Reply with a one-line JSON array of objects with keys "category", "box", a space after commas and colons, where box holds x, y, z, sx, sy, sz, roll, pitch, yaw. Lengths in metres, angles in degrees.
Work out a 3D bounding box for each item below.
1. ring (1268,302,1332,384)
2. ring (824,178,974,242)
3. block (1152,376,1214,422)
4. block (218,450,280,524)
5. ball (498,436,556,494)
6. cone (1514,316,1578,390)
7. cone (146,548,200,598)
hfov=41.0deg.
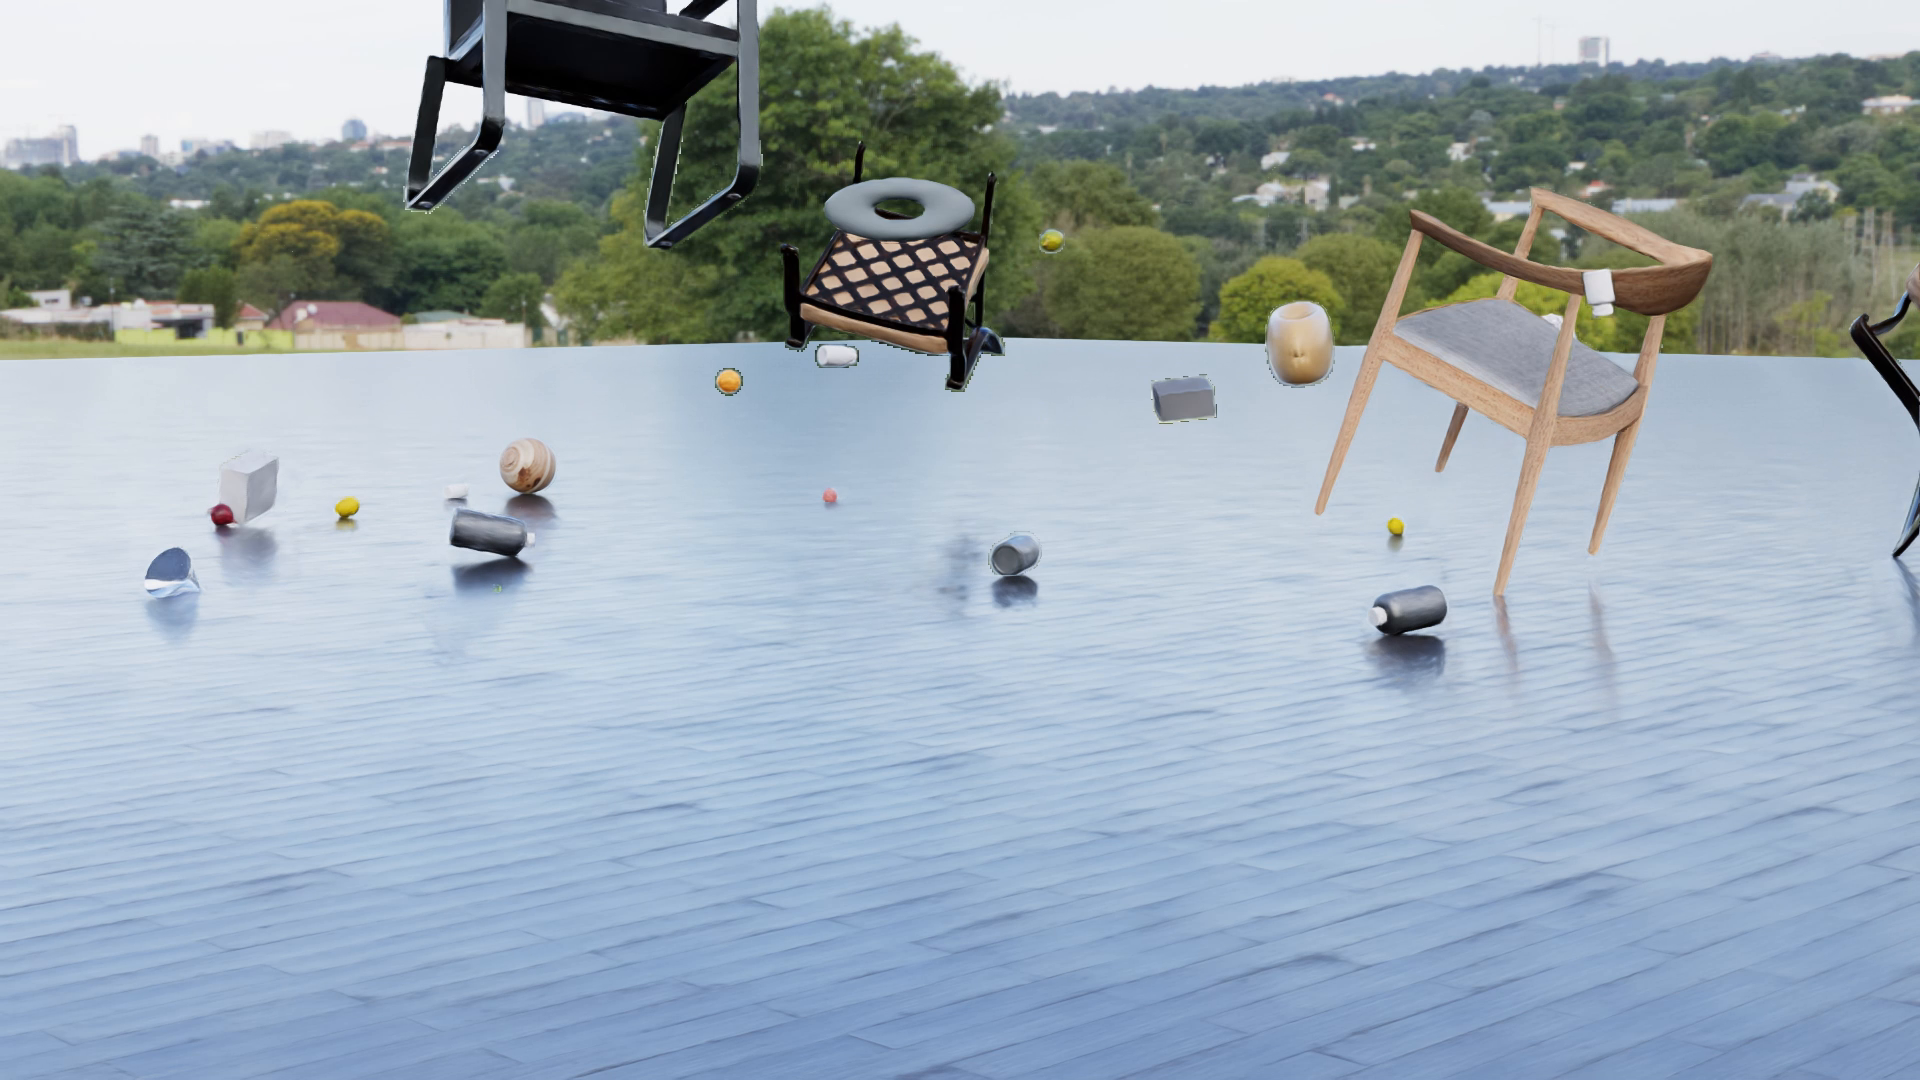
[{"category": "ring", "box": [0.780, -0.453, 5.886, 0.150, 0.147, 0.435, -6, 12, 9]}, {"category": "ring", "box": [-0.193, -1.049, 8.151, 0.483, 0.200, 0.078, 0, 5, -3]}, {"category": "block", "box": [0.418, -0.264, 4.799, 0.099, 0.050, 0.121, -7, 15, 0]}, {"category": "block", "box": [-1.906, -0.142, 6.870, 0.081, 0.143, 0.169, 14, 20, 9]}, {"category": "ball", "box": [-1.309, -0.226, 7.767, 0.172, 0.172, 0.172, 0, 6, 0]}, {"category": "cone", "box": [1.664, -0.509, 7.133, 0.207, 0.215, 0.123, 25, 5, -26]}, {"category": "cone", "box": [-1.610, 0.086, 5.327, 0.101, 0.113, 0.115, 47, 1, 28]}]
